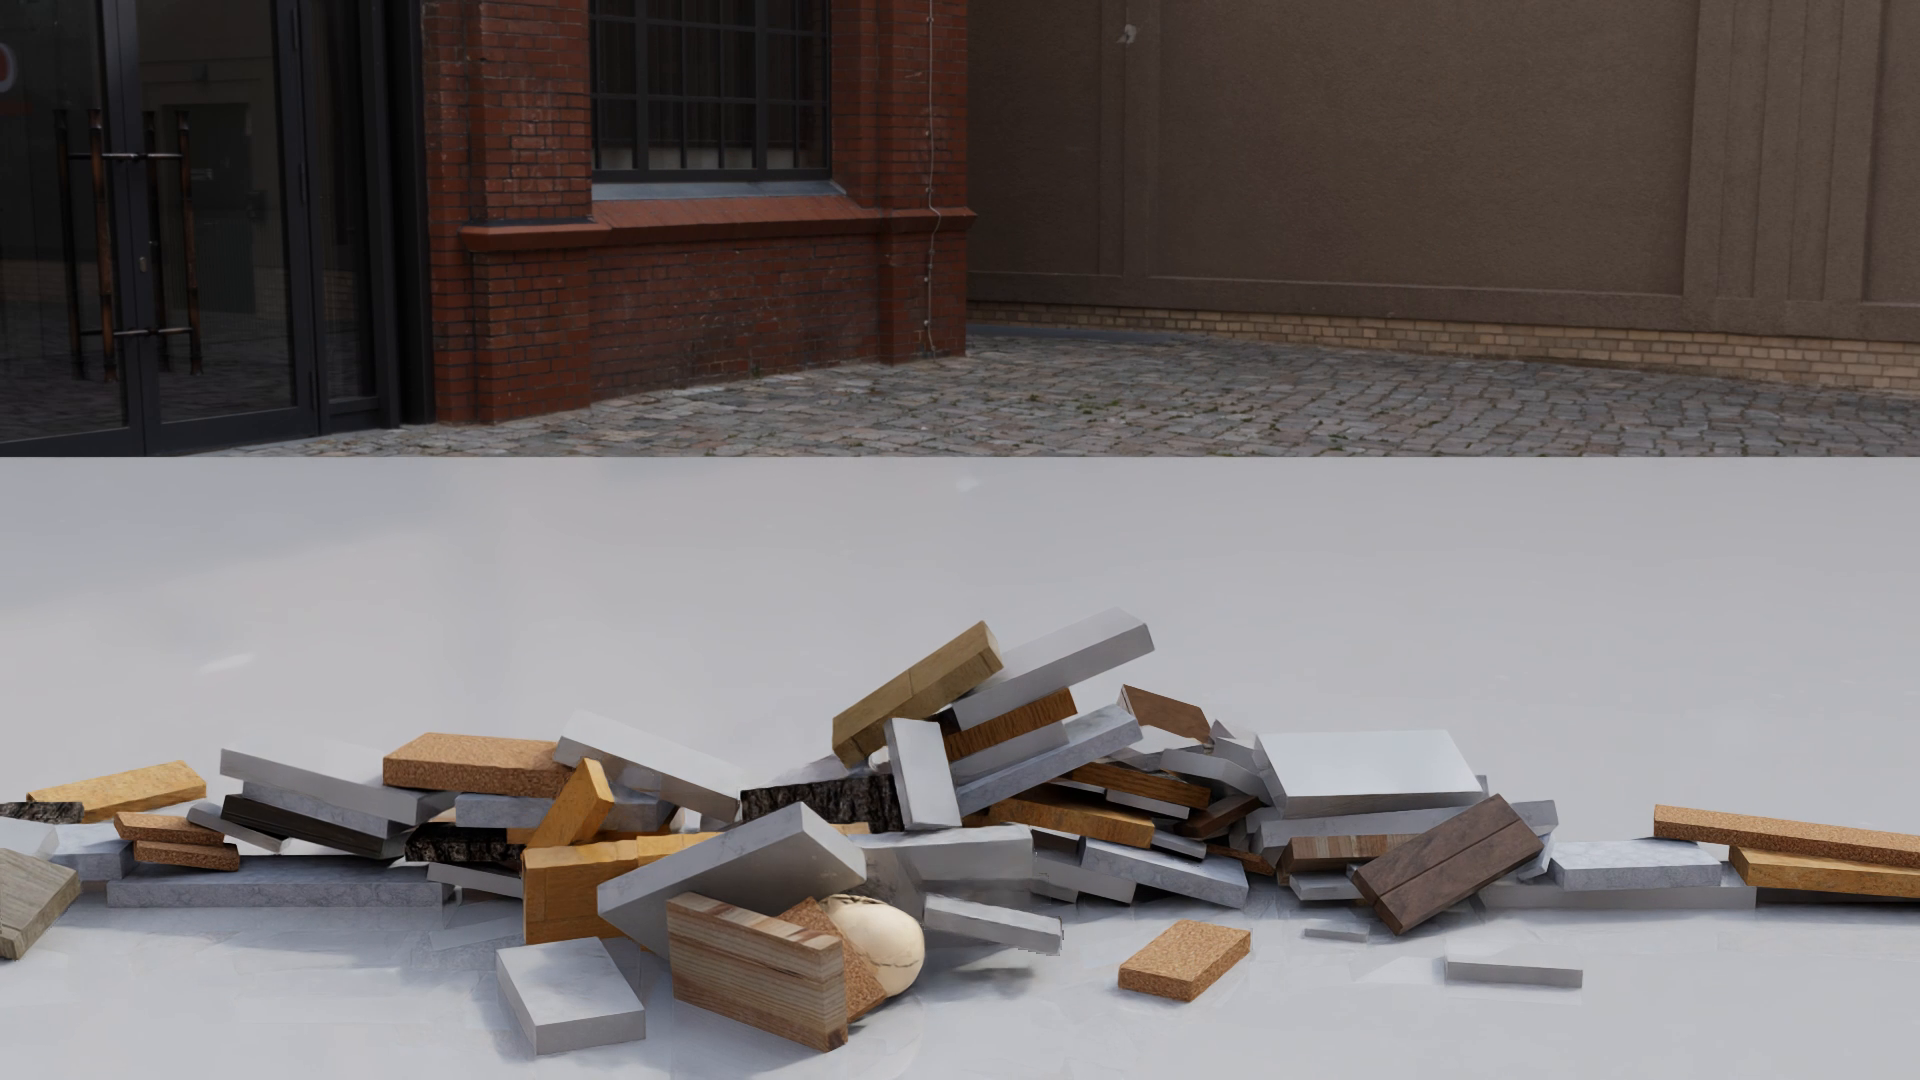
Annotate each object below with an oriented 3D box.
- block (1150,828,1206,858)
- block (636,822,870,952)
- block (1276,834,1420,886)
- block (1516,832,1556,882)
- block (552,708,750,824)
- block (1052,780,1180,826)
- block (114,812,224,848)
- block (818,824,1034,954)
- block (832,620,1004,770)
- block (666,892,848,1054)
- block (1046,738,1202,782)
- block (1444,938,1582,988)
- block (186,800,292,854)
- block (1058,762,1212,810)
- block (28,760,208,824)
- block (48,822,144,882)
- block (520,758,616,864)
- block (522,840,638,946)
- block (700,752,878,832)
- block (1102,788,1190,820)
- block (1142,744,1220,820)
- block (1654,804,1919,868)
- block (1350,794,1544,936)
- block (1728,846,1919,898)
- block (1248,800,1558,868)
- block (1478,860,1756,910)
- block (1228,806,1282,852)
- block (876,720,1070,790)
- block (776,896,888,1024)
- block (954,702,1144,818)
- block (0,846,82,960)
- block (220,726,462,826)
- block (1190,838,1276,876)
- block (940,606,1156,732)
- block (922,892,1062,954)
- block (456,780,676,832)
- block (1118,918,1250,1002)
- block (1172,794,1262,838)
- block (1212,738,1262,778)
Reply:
[{"bbox_3d":[0.364,0.505,3.655,0.092,0.013,0.046,16,11,6],"label":"block"},{"bbox_3d":[-0.321,0.540,3.428,0.358,0.179,0.051,-2,28,-12],"label":"block"},{"bbox_3d":[0.672,0.533,3.668,0.266,0.038,0.133,-1,-28,-5],"label":"block"},{"bbox_3d":[0.954,0.523,3.640,0.048,0.014,0.095,-28,15,36],"label":"block"},{"bbox_3d":[-0.503,0.369,3.602,0.307,0.043,0.153,21,12,-6],"label":"block"},{"bbox_3d":[0.284,0.455,4.260,0.174,0.049,0.512,-4,11,-23],"label":"block"},{"bbox_3d":[-1.323,0.484,3.681,0.163,0.023,0.081,10,6,-32],"label":"block"},{"bbox_3d":[-0.070,0.544,3.412,0.358,0.179,0.051,-2,18,-11],"label":"block"},{"bbox_3d":[-0.073,0.255,3.641,0.307,0.043,0.153,-34,13,5],"label":"block"},{"bbox_3d":[-0.292,0.611,3.128,0.307,0.153,0.043,9,18,39],"label":"block"},{"bbox_3d":[0.311,0.422,4.223,0.350,0.029,0.104,-4,11,-19],"label":"block"},{"bbox_3d":[0.836,0.639,3.327,0.196,0.028,0.098,2,11,10],"label":"block"},{"bbox_3d":[-1.219,0.486,3.728,0.163,0.023,0.081,21,0,-4],"label":"block"},{"bbox_3d":[0.280,0.408,3.732,0.260,0.037,0.130,15,-5,-22],"label":"block"},{"bbox_3d":[-1.577,0.478,4.122,0.298,0.029,0.103,-10,30,-44],"label":"block"},{"bbox_3d":[-1.945,0.540,3.695,1.137,0.047,0.165,-2,11,1],"label":"block"},{"bbox_3d":[-0.618,0.456,3.457,0.029,0.207,0.103,22,21,-35],"label":"block"},{"bbox_3d":[-0.521,0.547,3.450,0.319,0.160,0.045,-3,34,-16],"label":"block"},{"bbox_3d":[-0.283,0.428,3.634,0.299,0.042,0.149,-22,12,0],"label":"block"},{"bbox_3d":[0.312,0.442,3.692,0.140,0.020,0.070,13,-4,1],"label":"block"},{"bbox_3d":[0.438,0.442,4.027,0.174,0.049,0.347,2,10,33],"label":"block"},{"bbox_3d":[1.457,0.504,3.673,0.569,0.028,0.098,5,11,17],"label":"block"},{"bbox_3d":[0.792,0.523,3.562,0.319,0.033,0.117,-22,58,-28],"label":"block"},{"bbox_3d":[1.782,0.562,3.607,0.979,0.039,0.137,3,11,6],"label":"block"},{"bbox_3d":[0.748,0.501,3.730,0.496,0.043,0.152,-4,-23,-3],"label":"block"},{"bbox_3d":[1.083,0.572,3.661,0.438,0.038,0.133,0,11,1],"label":"block"},{"bbox_3d":[0.631,0.498,3.809,0.304,0.043,0.152,-3,-23,-5],"label":"block"},{"bbox_3d":[-0.009,0.367,3.647,0.367,0.042,0.149,-21,12,-5],"label":"block"},{"bbox_3d":[-0.197,0.606,3.145,0.092,0.026,0.184,-28,64,-28],"label":"block"},{"bbox_3d":[0.127,0.363,3.631,0.336,0.037,0.130,-22,12,-10],"label":"block"},{"bbox_3d":[-1.567,0.543,3.444,0.320,0.045,0.160,14,37,11],"label":"block"},{"bbox_3d":[-1.029,0.392,3.684,0.376,0.046,0.164,12,12,17],"label":"block"},{"bbox_3d":[0.441,0.539,3.782,0.233,0.013,0.046,6,-32,50],"label":"block"},{"bbox_3d":[0.136,0.212,3.672,0.348,0.049,0.174,-22,12,-9],"label":"block"},{"bbox_3d":[0.048,0.577,3.314,0.207,0.029,0.104,12,4,0],"label":"block"},{"bbox_3d":[-0.641,0.427,3.604,0.328,0.046,0.164,1,11,5],"label":"block"},{"bbox_3d":[0.342,0.635,3.334,0.117,0.033,0.233,6,12,29],"label":"block"},{"bbox_3d":[0.433,0.465,3.703,0.140,0.020,0.070,-22,8,-33],"label":"block"},{"bbox_3d":[0.654,0.417,3.991,0.384,0.049,0.174,10,3,-39],"label":"block"}]
